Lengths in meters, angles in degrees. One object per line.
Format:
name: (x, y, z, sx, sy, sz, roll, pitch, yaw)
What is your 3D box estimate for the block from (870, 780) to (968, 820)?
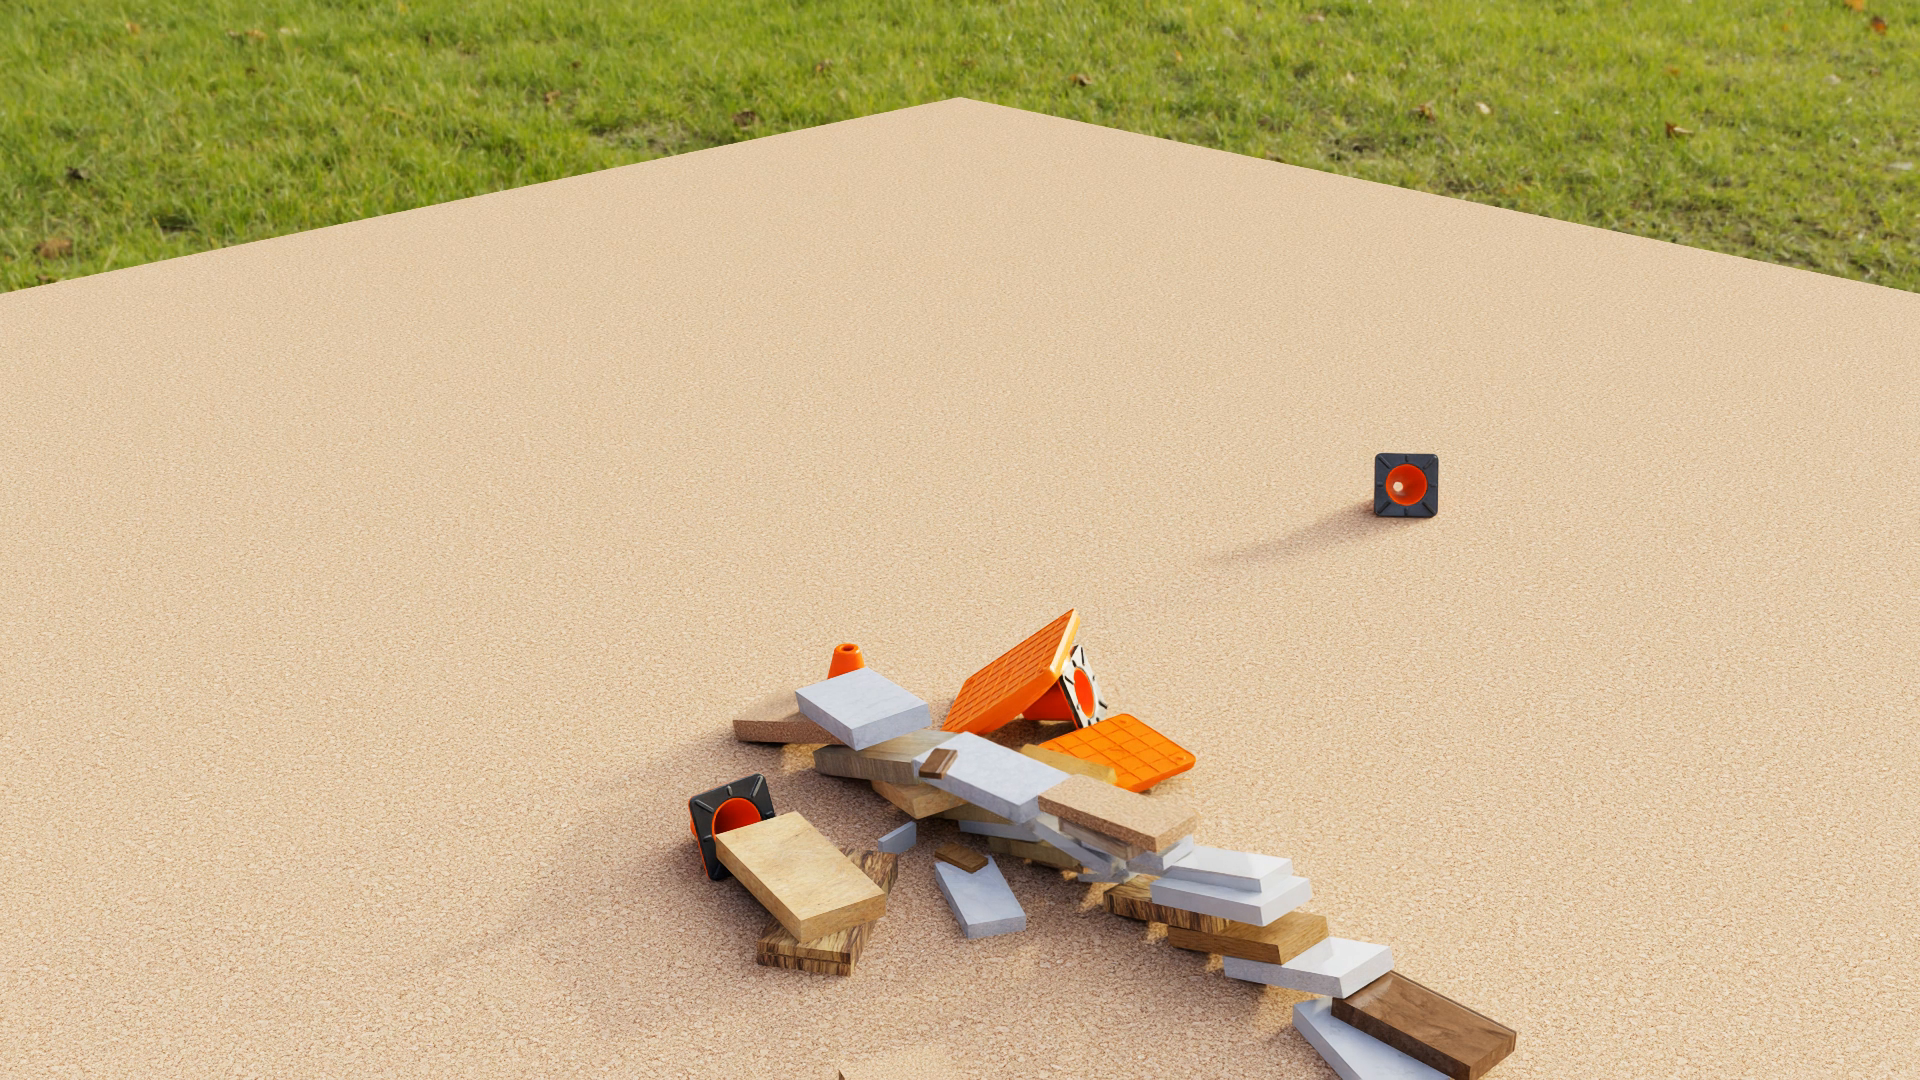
block: (-0.070, 0.490, 4.428, 0.146, 0.041, 0.293, -16, 11, -17)

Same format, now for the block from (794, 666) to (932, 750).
block: (-0.204, 0.347, 4.565, 0.169, 0.048, 0.337, -17, 16, -20)

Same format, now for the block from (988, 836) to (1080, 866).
block: (0.174, 0.583, 4.270, 0.113, 0.032, 0.227, -22, 16, -40)

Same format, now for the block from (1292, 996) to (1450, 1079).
block: (0.687, 0.856, 3.694, 0.137, 0.039, 0.275, -9, 25, -20)

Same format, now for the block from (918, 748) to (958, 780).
block: (-0.042, 0.434, 4.271, 0.048, 0.014, 0.095, 4, 24, 19)

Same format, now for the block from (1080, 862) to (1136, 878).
block: (0.293, 0.611, 4.175, 0.117, 0.017, 0.058, 7, 21, 42)

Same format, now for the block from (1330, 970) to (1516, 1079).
block: (0.778, 0.812, 3.697, 0.137, 0.039, 0.274, -21, 31, -40)

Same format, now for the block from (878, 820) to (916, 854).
block: (-0.123, 0.591, 4.306, 0.014, 0.048, 0.095, 19, 30, 38)

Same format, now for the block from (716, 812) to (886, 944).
block: (-0.301, 0.624, 4.101, 0.174, 0.049, 0.347, -14, 26, -29)

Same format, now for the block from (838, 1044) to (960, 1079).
block: (-0.052, 0.936, 3.492, 0.174, 0.049, 0.347, -9, 25, -21)

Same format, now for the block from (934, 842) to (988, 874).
block: (0.003, 0.610, 4.225, 0.095, 0.014, 0.048, 19, 30, 38)

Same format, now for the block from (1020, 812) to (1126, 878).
block: (0.228, 0.551, 4.179, 0.227, 0.032, 0.113, 28, 36, 30)

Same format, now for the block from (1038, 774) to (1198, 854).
block: (0.289, 0.504, 4.076, 0.112, 0.032, 0.298, -23, 25, -38)

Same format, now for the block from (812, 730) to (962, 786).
block: (-0.135, 0.440, 4.524, 0.169, 0.048, 0.338, -20, 12, -37)

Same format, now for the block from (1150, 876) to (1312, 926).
block: (0.484, 0.631, 3.954, 0.133, 0.038, 0.266, -20, 15, -39)

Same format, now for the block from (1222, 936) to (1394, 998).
block: (0.608, 0.740, 3.857, 0.137, 0.039, 0.274, -20, 12, -38)

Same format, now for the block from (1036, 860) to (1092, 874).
block: (0.210, 0.617, 4.255, 0.117, 0.017, 0.058, 5, 20, 41)

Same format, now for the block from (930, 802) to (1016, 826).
block: (0.050, 0.513, 4.387, 0.146, 0.041, 0.292, -22, 14, -42)

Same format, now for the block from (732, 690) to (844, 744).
block: (-0.301, 0.379, 4.706, 0.337, 0.048, 0.169, -1, 18, 34)

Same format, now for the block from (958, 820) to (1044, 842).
block: (0.112, 0.548, 4.327, 0.113, 0.032, 0.227, -21, 13, -39)

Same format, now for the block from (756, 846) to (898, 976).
block: (-0.242, 0.683, 4.088, 0.174, 0.049, 0.347, 5, 23, 12)

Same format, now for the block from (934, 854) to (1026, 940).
block: (0.037, 0.670, 4.140, 0.112, 0.032, 0.223, -7, 24, -15)

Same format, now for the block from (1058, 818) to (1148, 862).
block: (0.280, 0.537, 4.074, 0.095, 0.027, 0.189, -20, 24, -34)

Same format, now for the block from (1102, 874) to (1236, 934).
block: (0.407, 0.663, 4.059, 0.133, 0.038, 0.266, -21, 15, -40)

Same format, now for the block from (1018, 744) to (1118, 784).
block: (0.197, 0.489, 4.500, 0.223, 0.032, 0.112, 12, 45, 38)

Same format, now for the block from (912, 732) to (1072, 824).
block: (0.063, 0.459, 4.265, 0.146, 0.041, 0.292, -24, 29, -39)

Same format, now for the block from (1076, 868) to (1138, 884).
block: (0.286, 0.634, 4.195, 0.117, 0.017, 0.058, -6, 12, 46)

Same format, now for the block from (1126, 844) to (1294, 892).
block: (0.451, 0.593, 4.008, 0.314, 0.027, 0.094, 1, 17, 46)

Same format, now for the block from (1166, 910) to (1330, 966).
block: (0.516, 0.703, 3.953, 0.133, 0.038, 0.266, -20, 13, -39)

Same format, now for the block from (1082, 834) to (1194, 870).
block: (0.328, 0.559, 4.078, 0.189, 0.027, 0.094, 11, 26, 40)
